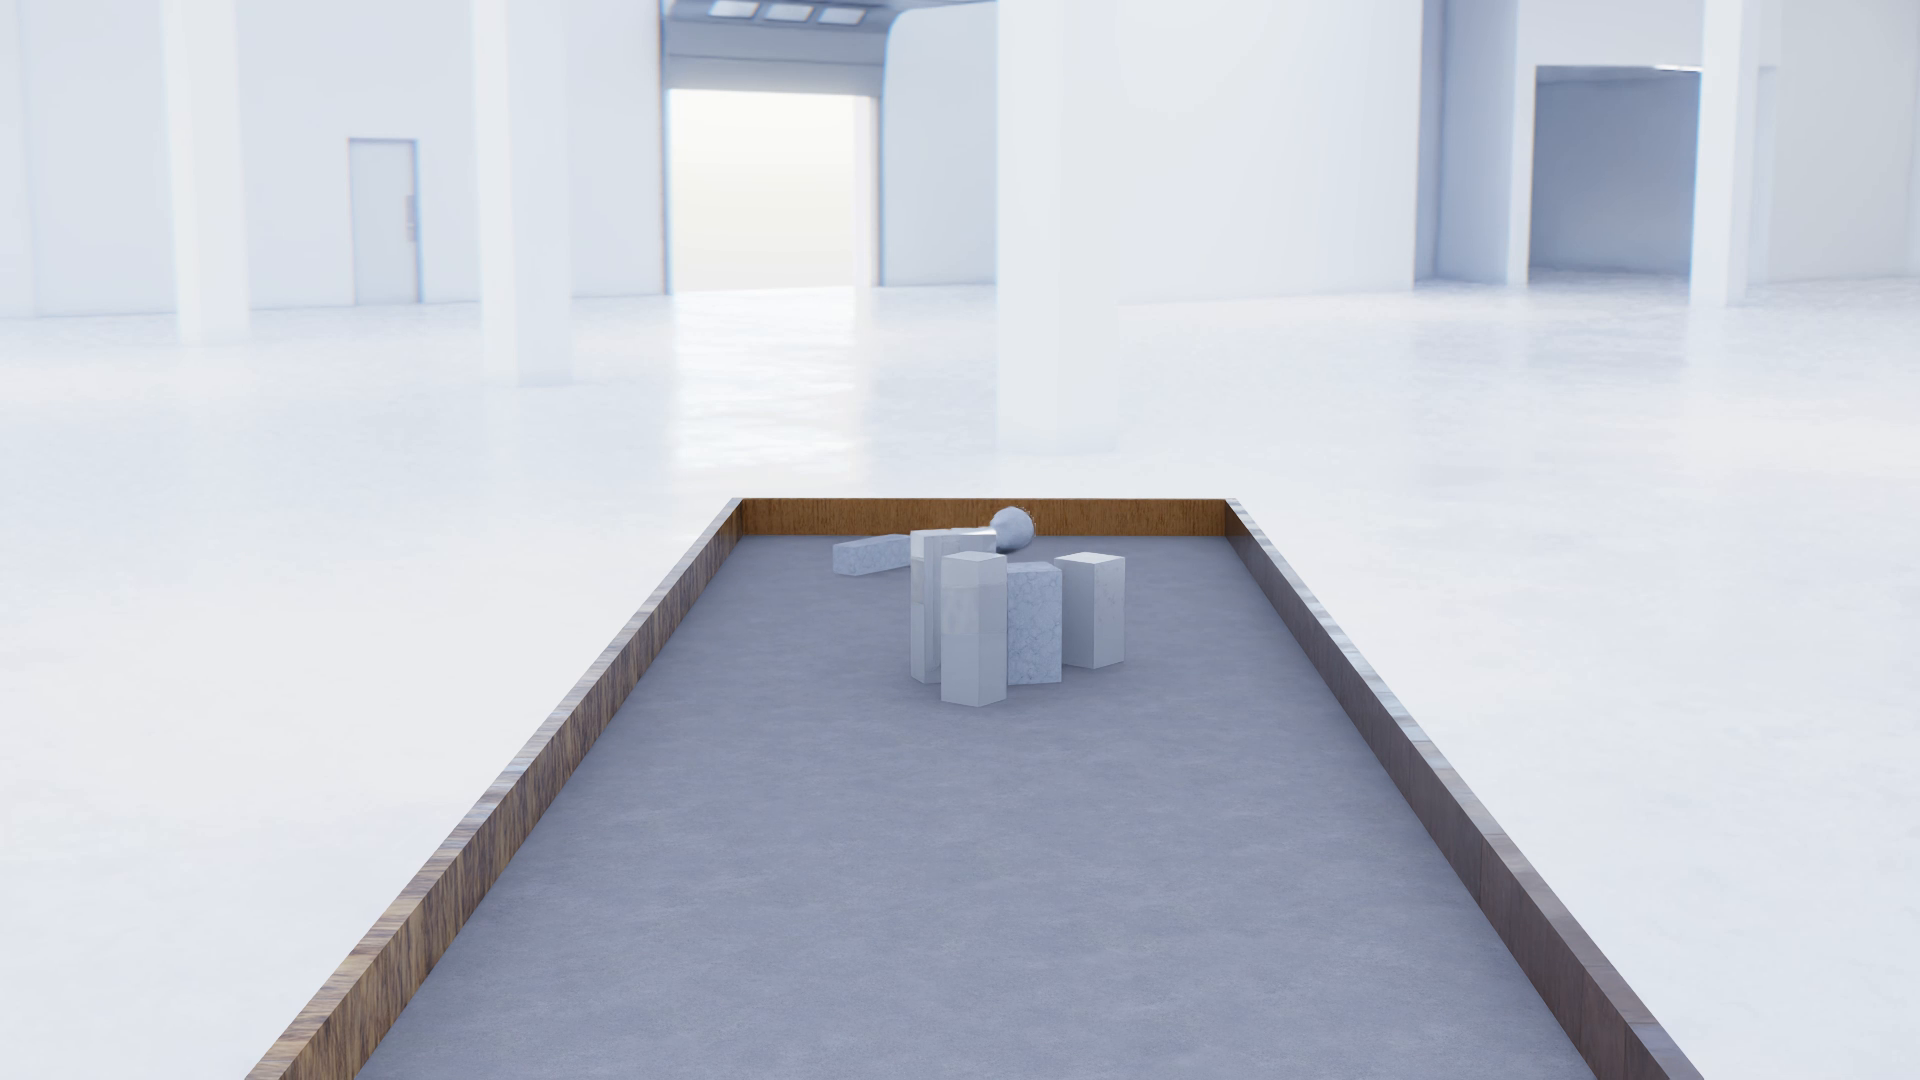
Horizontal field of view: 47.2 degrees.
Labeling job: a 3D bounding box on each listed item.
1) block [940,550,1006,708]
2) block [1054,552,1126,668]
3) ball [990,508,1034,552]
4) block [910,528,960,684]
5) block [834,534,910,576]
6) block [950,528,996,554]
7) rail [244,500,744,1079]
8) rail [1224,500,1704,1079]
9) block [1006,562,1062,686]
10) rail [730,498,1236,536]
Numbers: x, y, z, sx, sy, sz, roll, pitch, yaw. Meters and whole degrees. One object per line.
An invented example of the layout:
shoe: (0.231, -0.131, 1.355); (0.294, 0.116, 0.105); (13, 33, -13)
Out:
block: (0.039, 0.246, 6.148); (0.131, 0.409, 0.131); (7, 11, 37)
block: (0.391, 0.211, 6.656); (0.153, 0.320, 0.153); (8, 12, 40)
ball: (0.204, -0.042, 8.718); (0.175, 0.175, 0.175); (0, 9, 0)
block: (-0.072, 0.192, 6.414); (0.112, 0.433, 0.112); (-3, 10, -21)
block: (-0.322, 0.054, 8.325); (0.107, 0.107, 0.347); (7, 12, 39)
block: (0.041, 0.169, 6.666); (0.128, 0.399, 0.128); (-1, 9, -4)
rail: (-1.004, 0.839, 3.234); (0.050, 0.150, 12.000); (0, 9, 1)
rail: (1.046, 0.843, 3.208); (0.050, 0.150, 12.000); (0, 9, 1)
block: (0.196, 0.242, 6.433); (0.161, 0.329, 0.161); (-2, 9, -15)
rail: (0.099, -0.098, 9.147); (2.100, 0.150, 0.050); (0, 9, 1)
